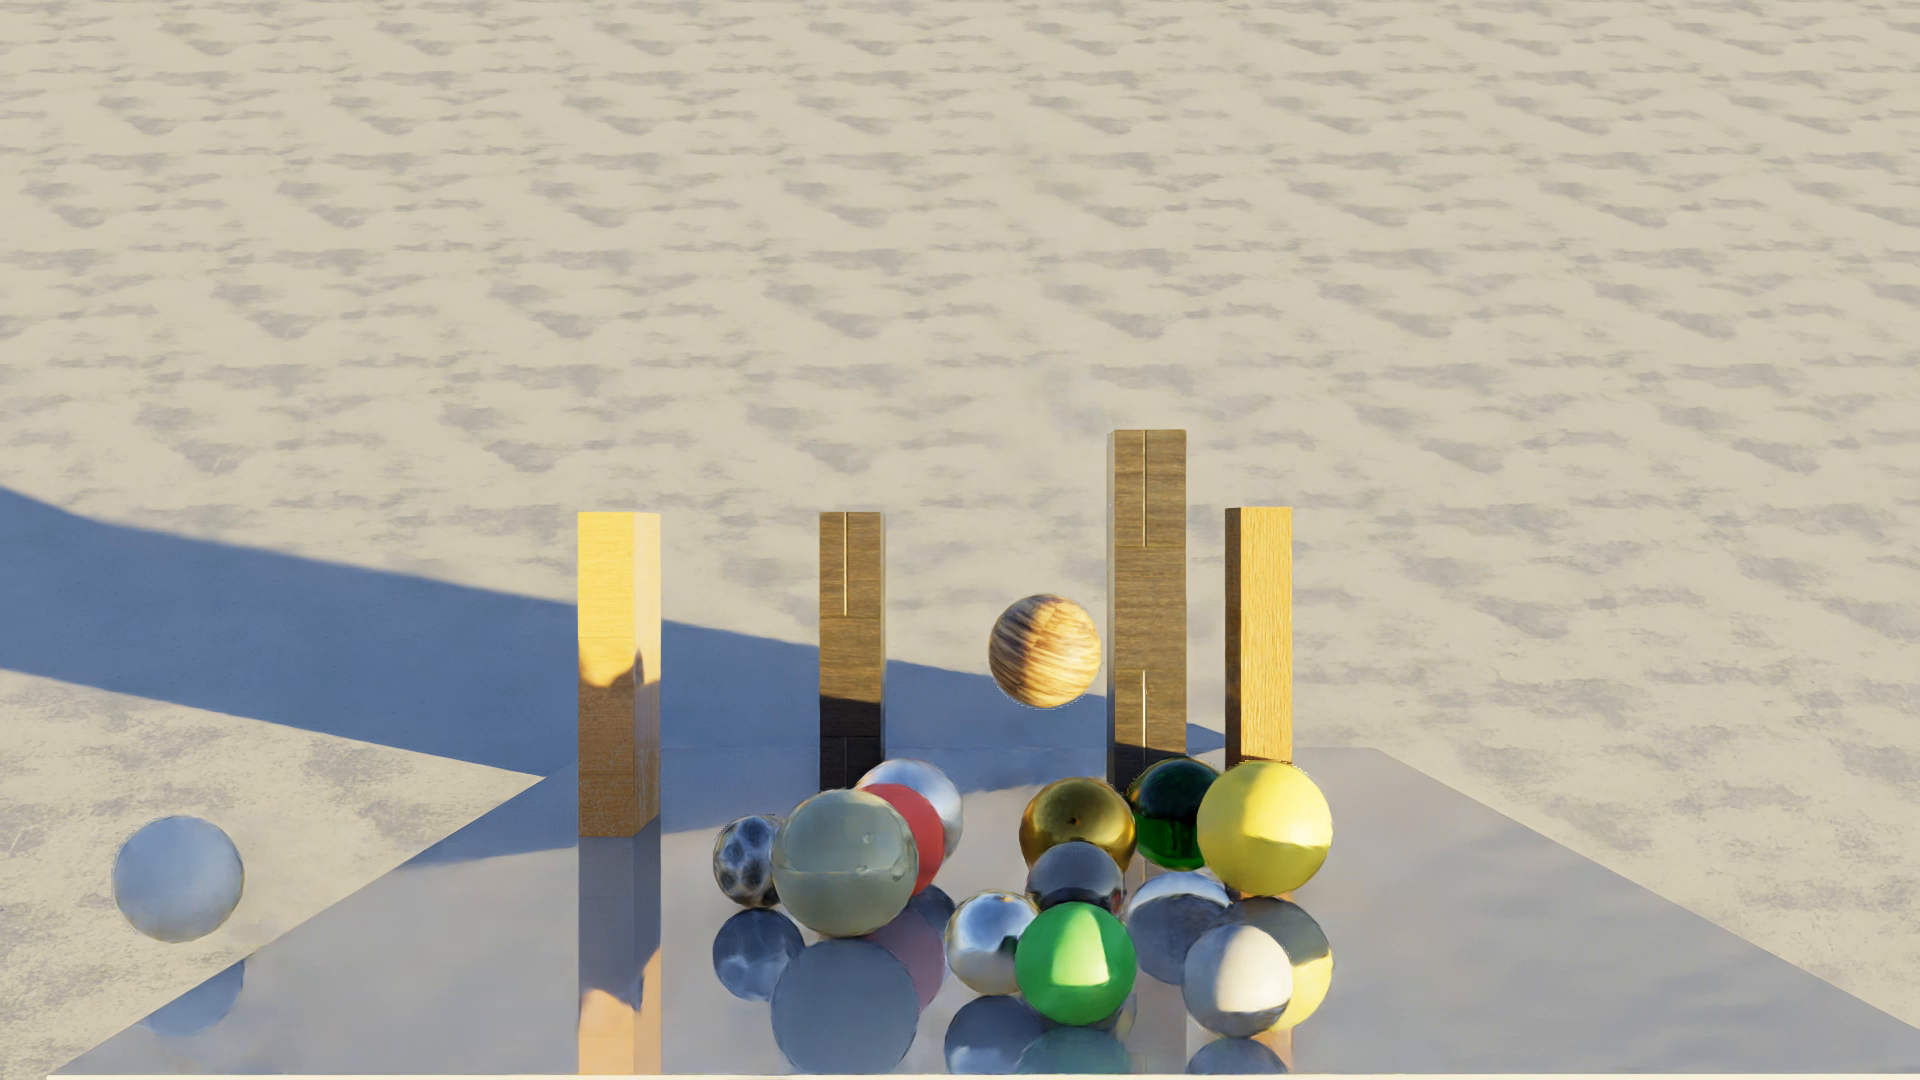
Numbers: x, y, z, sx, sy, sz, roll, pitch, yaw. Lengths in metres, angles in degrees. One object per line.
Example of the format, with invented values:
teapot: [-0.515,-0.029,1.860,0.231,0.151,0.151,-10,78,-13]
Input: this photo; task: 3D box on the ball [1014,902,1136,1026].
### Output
ball: [0.130,0.477,2.910,0.138,0.138,0.138,0,29,0]

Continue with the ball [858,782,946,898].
ball: [-0.111,0.453,3.867,0.179,0.179,0.179,0,29,0]

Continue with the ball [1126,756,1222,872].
ball: [0.362,0.448,4.228,0.186,0.186,0.186,0,29,0]

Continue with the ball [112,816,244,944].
ball: [-1.101,0.478,3.646,0.178,0.178,0.178,0,29,0]

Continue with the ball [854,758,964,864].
ball: [-0.089,0.446,4.149,0.190,0.190,0.190,0,29,0]

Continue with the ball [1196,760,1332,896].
ball: [0.462,0.439,3.934,0.206,0.206,0.206,0,29,0]

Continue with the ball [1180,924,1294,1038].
ball: [0.303,0.484,2.837,0.124,0.124,0.124,0,29,0]

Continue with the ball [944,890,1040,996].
ball: [0.044,0.482,3.096,0.126,0.126,0.126,0,29,0]

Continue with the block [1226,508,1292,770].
block: [0.663,0.232,5.762,0.110,0.608,0.336,0,0,0]

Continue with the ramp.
ramp: [0.066,0.590,4.642,2.000,0.100,4.000,0,0,0]

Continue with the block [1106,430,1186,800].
block: [0.393,0.154,5.485,0.147,0.765,0.295,0,0,0]

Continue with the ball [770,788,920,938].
ball: [-0.158,0.442,3.539,0.203,0.203,0.203,0,29,0]

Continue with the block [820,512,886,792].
block: [-0.228,0.239,5.557,0.126,0.596,0.389,0,0,0]

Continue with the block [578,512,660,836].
block: [-0.645,0.244,4.925,0.100,0.591,0.432,0,0,0]

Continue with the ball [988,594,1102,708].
ball: [0.107,0.139,3.255,0.143,0.143,0.143,0,29,0]

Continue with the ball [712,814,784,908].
ball: [-0.296,0.474,3.813,0.138,0.138,0.138,0,29,0]

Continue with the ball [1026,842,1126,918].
ball: [0.156,0.475,3.492,0.137,0.137,0.137,0,29,0]

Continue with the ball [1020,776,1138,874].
ball: [0.169,0.422,3.694,0.169,0.169,0.169,0,29,0]
